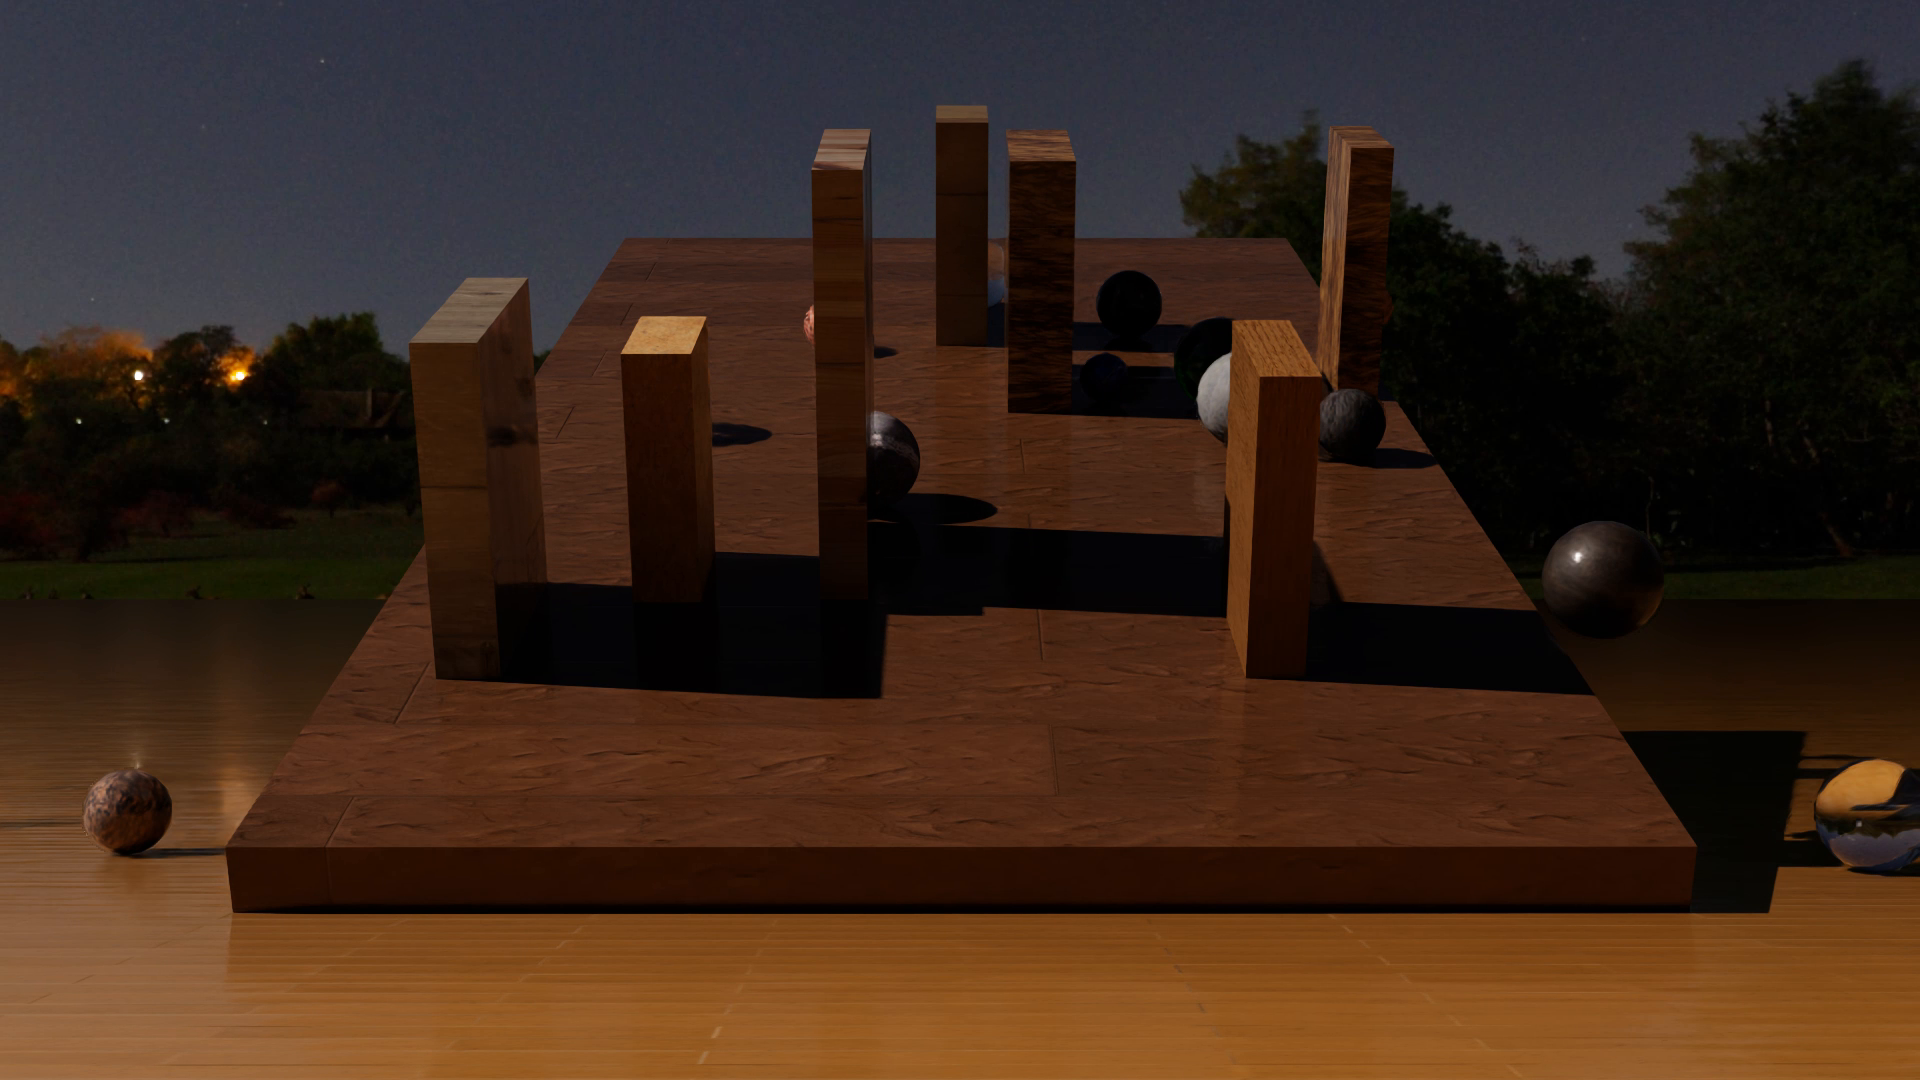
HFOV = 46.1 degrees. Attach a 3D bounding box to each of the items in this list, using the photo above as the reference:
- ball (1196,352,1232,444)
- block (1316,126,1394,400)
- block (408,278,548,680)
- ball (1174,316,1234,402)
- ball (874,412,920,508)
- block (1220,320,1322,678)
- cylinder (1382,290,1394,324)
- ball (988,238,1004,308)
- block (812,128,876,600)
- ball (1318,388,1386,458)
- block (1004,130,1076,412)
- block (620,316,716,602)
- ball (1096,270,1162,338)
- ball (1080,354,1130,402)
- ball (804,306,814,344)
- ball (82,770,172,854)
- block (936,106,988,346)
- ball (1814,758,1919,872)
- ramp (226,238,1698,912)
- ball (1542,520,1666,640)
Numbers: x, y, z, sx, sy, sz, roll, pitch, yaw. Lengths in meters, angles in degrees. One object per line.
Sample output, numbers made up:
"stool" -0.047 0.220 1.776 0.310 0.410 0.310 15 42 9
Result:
"ball" 0.606 -0.299 4.782 0.209 0.209 0.209 0 -1 0
"block" 0.908 -0.643 5.210 0.095 0.575 0.303 0 19 0
"block" -0.787 -0.112 3.731 0.104 0.554 0.443 0 19 0
"ball" 0.583 -0.398 5.069 0.205 0.205 0.205 0 -1 0
"ball" -0.173 -0.156 4.403 0.191 0.191 0.191 0 -1 0
"block" 0.506 -0.074 3.707 0.096 0.500 0.357 0 19 0
"cylinder" 1.031 -0.592 5.771 0.108 0.108 0.108 -19 12 -41
"ball" 0.041 -0.699 5.935 0.195 0.195 0.195 0 -1 0
"block" -0.203 -0.321 4.024 0.084 0.754 0.415 0 19 0
"ball" 0.814 -0.244 4.721 0.148 0.148 0.148 0 -1 0
"block" 0.178 -0.621 5.160 0.142 0.564 0.422 0 19 0
"block" -0.511 -0.145 3.987 0.118 0.447 0.263 0 19 0
"ball" 0.426 -0.594 5.681 0.168 0.168 0.168 0 -1 0
"ball" 0.329 -0.368 5.125 0.111 0.111 0.111 0 -1 0
"ball" -0.318 -0.528 5.546 0.130 0.130 0.130 0 -1 0
"ball" -1.398 0.456 3.793 0.142 0.142 0.142 0 -1 0
"block" 0.004 -0.790 5.655 0.126 0.552 0.271 0 19 0
"ball" 1.438 0.433 3.551 0.178 0.178 0.178 0 -1 0
"ramp" -0.005 -0.202 4.970 2.000 0.100 4.000 0 19 0
"ball" 1.133 0.070 3.979 0.209 0.209 0.209 0 -1 0
